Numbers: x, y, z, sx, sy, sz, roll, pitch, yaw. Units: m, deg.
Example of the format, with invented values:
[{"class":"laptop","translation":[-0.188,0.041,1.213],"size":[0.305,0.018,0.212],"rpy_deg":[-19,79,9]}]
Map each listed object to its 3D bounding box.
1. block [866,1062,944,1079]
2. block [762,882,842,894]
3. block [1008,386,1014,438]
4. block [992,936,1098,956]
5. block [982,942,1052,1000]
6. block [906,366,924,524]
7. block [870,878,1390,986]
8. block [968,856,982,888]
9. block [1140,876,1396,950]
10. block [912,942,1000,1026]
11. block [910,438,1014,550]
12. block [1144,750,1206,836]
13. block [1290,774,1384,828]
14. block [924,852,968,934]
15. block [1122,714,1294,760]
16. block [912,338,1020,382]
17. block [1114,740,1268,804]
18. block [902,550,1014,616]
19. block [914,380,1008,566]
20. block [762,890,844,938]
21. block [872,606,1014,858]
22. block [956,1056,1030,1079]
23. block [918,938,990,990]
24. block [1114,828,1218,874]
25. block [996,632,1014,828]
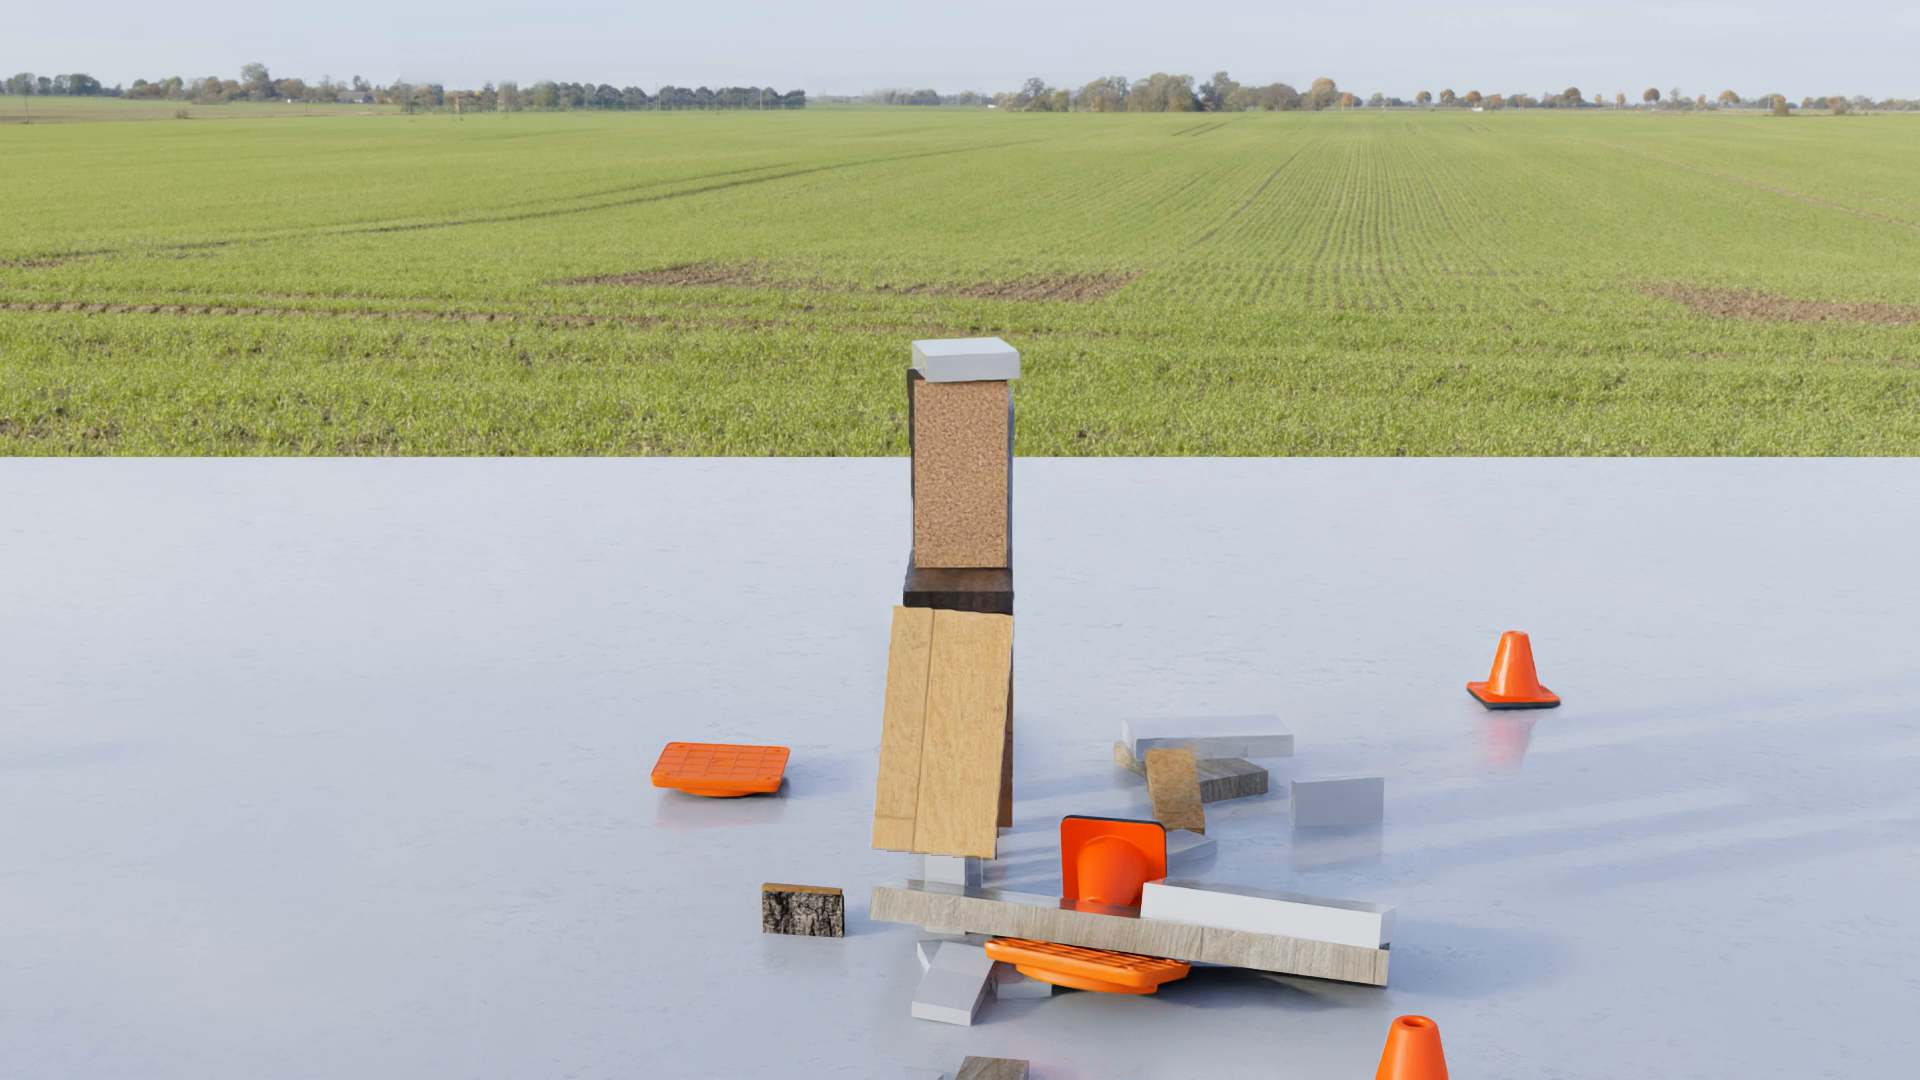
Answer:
[{"class":"block","translation":[-0.098,0.729,2.853],"size":[0.086,0.024,0.173],"rpy_deg":[5,12,25]},{"class":"block","translation":[-0.252,0.586,3.516],"size":[0.129,0.064,0.018],"rpy_deg":[2,11,13]},{"class":"block","translation":[0.005,-0.230,3.932],"size":[0.177,0.050,0.355],"rpy_deg":[0,10,0]},{"class":"block","translation":[0.134,0.621,3.439],"size":[0.161,0.023,0.081],"rpy_deg":[1,11,5]},{"class":"block","translation":[0.084,0.646,3.304],"size":[0.081,0.023,0.161],"rpy_deg":[-1,11,-8]},{"class":"block","translation":[-0.005,-0.055,3.746],"size":[0.148,0.481,0.042],"rpy_deg":[0,11,9]},{"class":"block","translation":[0.257,0.587,3.320],"size":[0.768,0.050,0.176],"rpy_deg":[5,-4,12]},{"class":"block","translation":[-0.004,0.541,3.505],"size":[0.077,0.155,0.022],"rpy_deg":[1,11,3]},{"class":"block","translation":[0.465,0.558,3.302],"size":[0.353,0.050,0.176],"rpy_deg":[5,-4,19]},{"class":"block","translation":[-0.006,0.646,3.208],"size":[0.086,0.024,0.173],"rpy_deg":[7,21,13]},{"class":"block","translation":[0.003,-0.008,3.850],"size":[0.177,0.355,0.050],"rpy_deg":[0,13,0]},{"class":"block","translation":[0.392,0.461,4.019],"size":[0.086,0.024,0.172],"rpy_deg":[-1,49,-5]},{"class":"block","translation":[0.692,0.478,4.035],"size":[0.172,0.086,0.024],"rpy_deg":[-2,11,-13]},{"class":"block","translation":[-0.022,0.559,3.485],"size":[0.064,0.129,0.018],"rpy_deg":[2,11,12]},{"class":"block","translation":[0.491,0.392,4.373],"size":[0.312,0.044,0.156],"rpy_deg":[-1,11,-5]},{"class":"block","translation":[0.007,-0.298,3.615],"size":[0.148,0.042,0.296],"rpy_deg":[-3,10,-5]},{"class":"block","translation":[0.450,0.446,4.325],"size":[0.156,0.044,0.312],"rpy_deg":[-5,12,-27]},{"class":"block","translation":[0.000,0.071,3.515],"size":[0.169,0.048,0.338],"rpy_deg":[0,11,1]},{"class":"block","translation":[0.001,-0.107,3.523],"size":[0.148,0.296,0.042],"rpy_deg":[0,7,0]},{"class":"block","translation":[-0.248,0.592,3.481],"size":[0.129,0.064,0.018],"rpy_deg":[2,11,9]},{"class":"block","translation":[-0.024,0.281,3.229],"size":[0.176,0.353,0.050],"rpy_deg":[5,-7,4]},{"class":"block","translation":[0.035,0.724,2.878],"size":[0.086,0.024,0.173],"rpy_deg":[2,11,10]},{"class":"block","translation":[-0.010,0.642,3.324],"size":[0.081,0.023,0.161],"rpy_deg":[-2,11,-11]},{"class":"block","translation":[0.360,0.544,3.850],"size":[0.172,0.024,0.086],"rpy_deg":[-9,14,-41]},{"class":"block","translation":[-0.001,0.280,3.443],"size":[0.169,0.338,0.048],"rpy_deg":[0,11,1]}]
